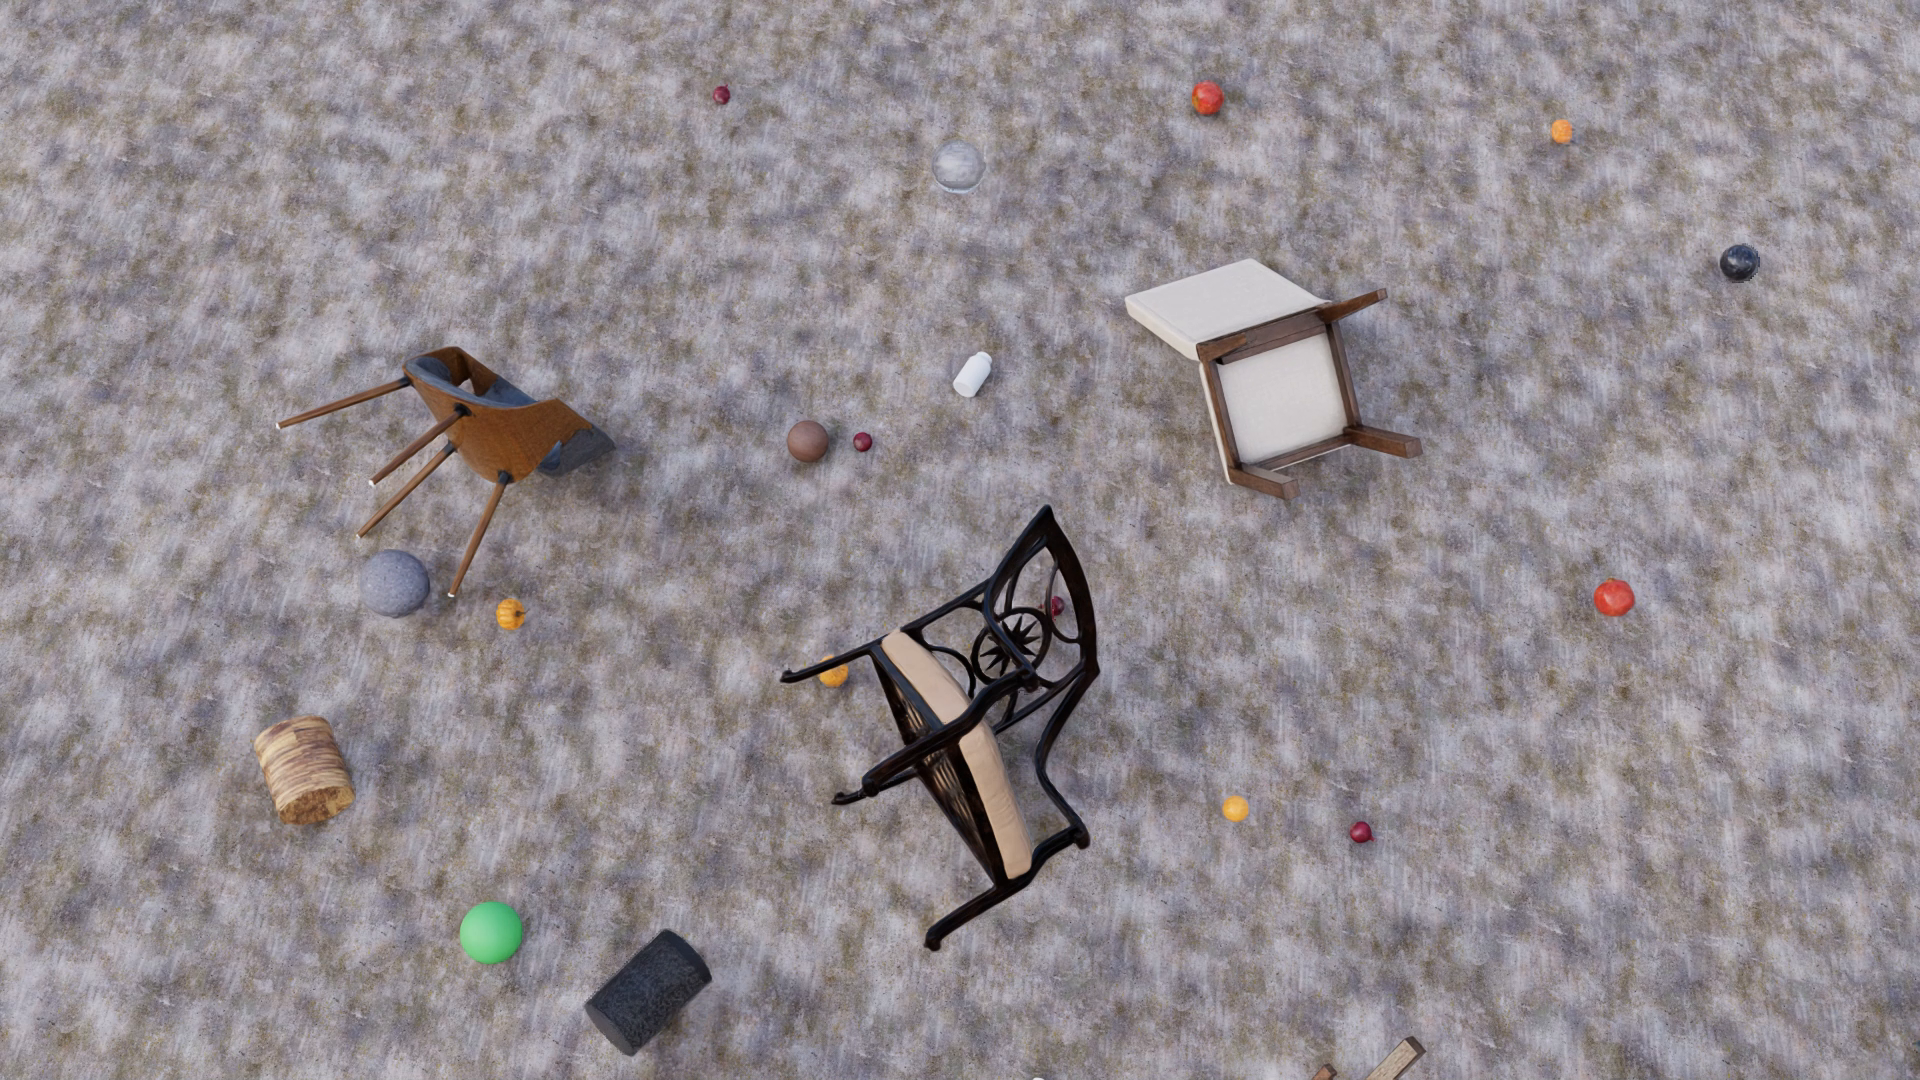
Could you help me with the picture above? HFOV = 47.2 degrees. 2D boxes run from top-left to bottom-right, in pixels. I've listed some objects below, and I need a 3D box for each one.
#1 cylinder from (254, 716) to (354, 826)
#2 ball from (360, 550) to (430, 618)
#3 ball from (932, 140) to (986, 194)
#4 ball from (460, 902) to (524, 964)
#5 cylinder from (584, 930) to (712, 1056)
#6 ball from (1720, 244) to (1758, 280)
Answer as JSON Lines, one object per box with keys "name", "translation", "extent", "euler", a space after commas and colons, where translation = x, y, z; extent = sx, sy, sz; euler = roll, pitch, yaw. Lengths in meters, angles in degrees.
{"name": "cylinder", "translation": [-1.805, 0.633, 6.049], "extent": [0.207, 0.164, 0.245], "euler": [-16, 57, -24]}
{"name": "ball", "translation": [-1.637, 0.127, 6.370], "extent": [0.196, 0.196, 0.196], "euler": [0, 56, 0]}
{"name": "ball", "translation": [-0.005, -1.240, 7.298], "extent": [0.178, 0.178, 0.178], "euler": [0, 56, 0]}
{"name": "ball", "translation": [-1.232, 1.033, 5.783], "extent": [0.163, 0.163, 0.163], "euler": [0, 56, 0]}
{"name": "cylinder", "translation": [-0.801, 1.164, 5.656], "extent": [0.182, 0.235, 0.274], "euler": [47, 66, 3]}
{"name": "ball", "translation": [2.516, -0.897, 7.107], "extent": [0.115, 0.115, 0.115], "euler": [0, 56, 0]}
